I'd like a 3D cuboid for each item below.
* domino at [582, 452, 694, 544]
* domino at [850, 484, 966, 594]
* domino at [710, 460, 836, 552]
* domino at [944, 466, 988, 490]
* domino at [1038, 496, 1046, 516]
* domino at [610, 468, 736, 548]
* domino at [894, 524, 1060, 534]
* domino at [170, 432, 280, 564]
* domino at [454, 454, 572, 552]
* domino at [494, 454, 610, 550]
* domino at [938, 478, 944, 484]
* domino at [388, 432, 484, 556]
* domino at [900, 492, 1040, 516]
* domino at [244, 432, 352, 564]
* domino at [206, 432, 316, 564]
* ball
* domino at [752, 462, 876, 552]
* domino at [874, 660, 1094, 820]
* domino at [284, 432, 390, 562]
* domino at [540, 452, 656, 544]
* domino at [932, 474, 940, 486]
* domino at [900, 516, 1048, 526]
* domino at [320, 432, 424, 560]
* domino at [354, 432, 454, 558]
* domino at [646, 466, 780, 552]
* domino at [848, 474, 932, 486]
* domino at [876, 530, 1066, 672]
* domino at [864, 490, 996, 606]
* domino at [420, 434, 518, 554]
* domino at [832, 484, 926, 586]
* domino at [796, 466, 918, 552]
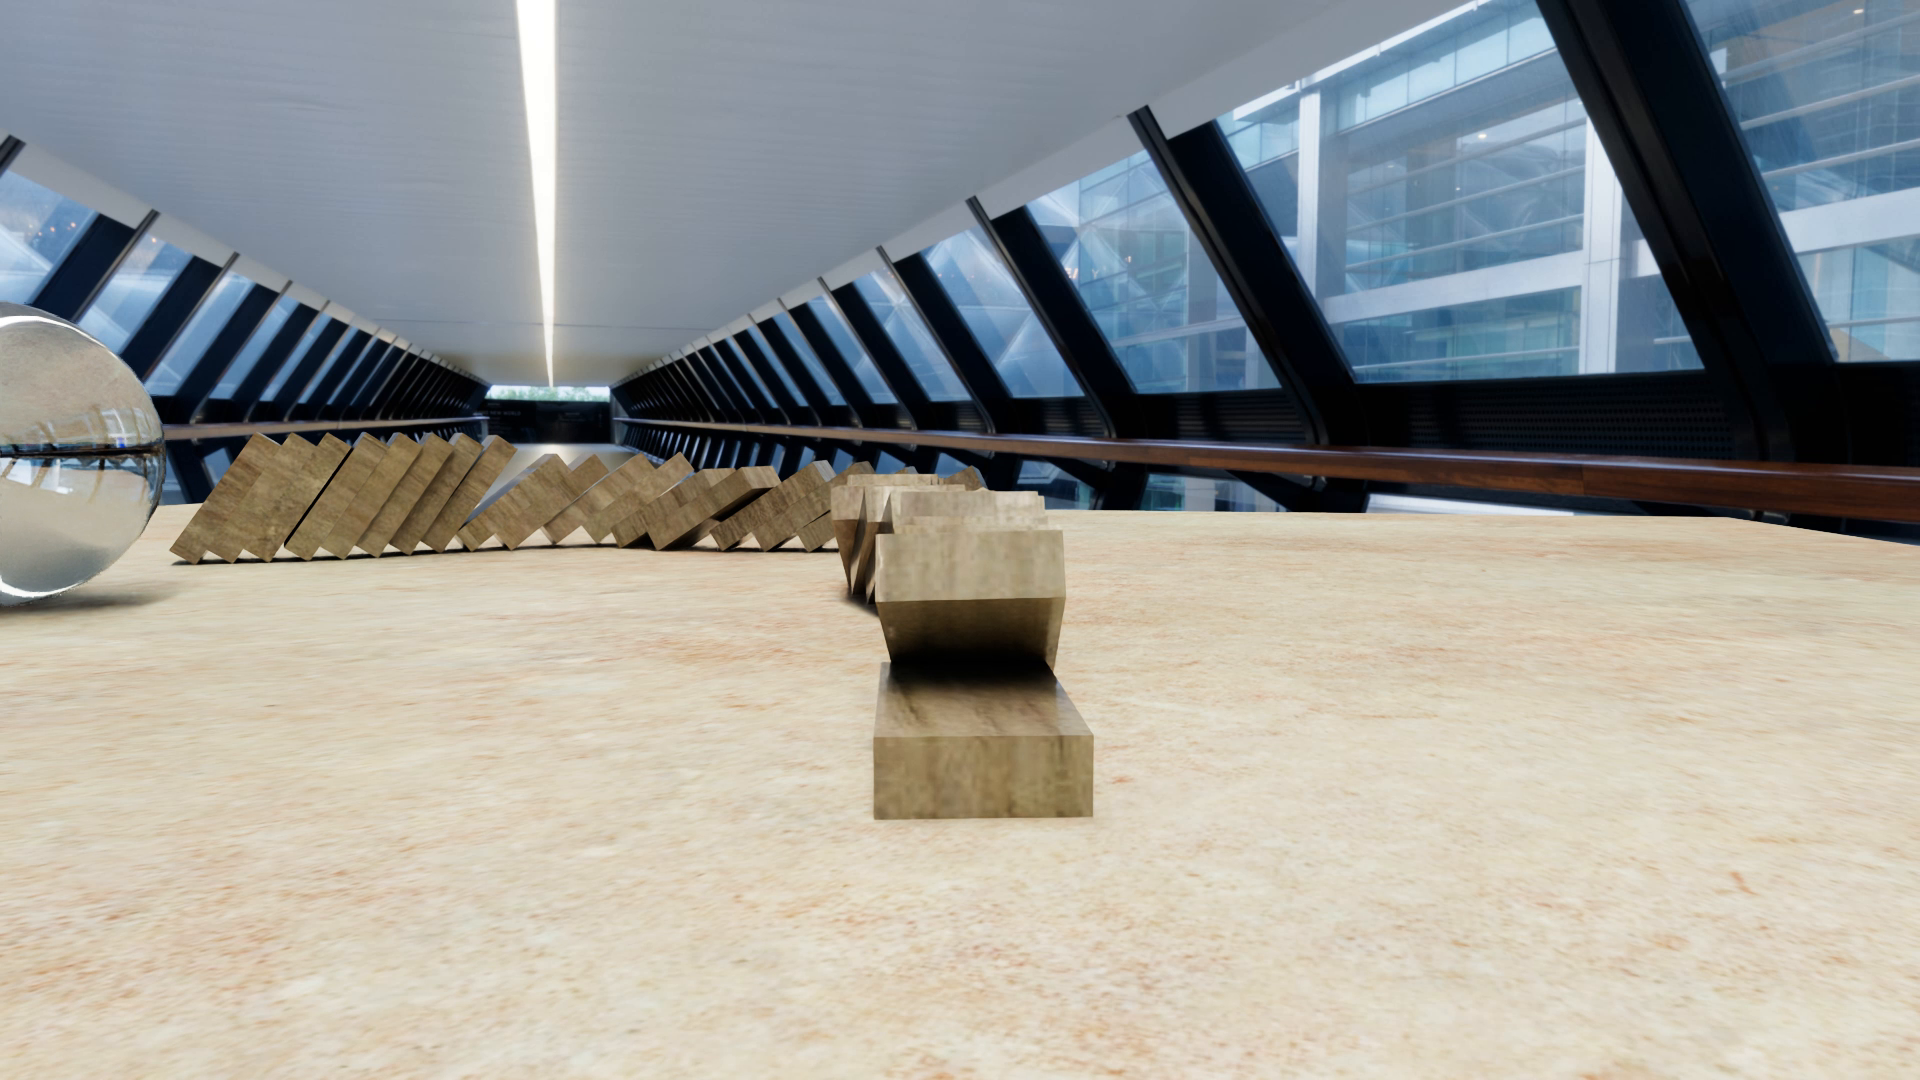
[{"bbox_3d":[-0.135,-0.018,0.541,0.050,0.010,0.025,-39,8,-10],"label":"domino"},{"bbox_3d":[-0.014,0.001,0.339,0.025,0.010,0.050,-2,-23,-10],"label":"domino"},{"bbox_3d":[-0.074,-0.014,0.512,0.050,0.010,0.025,-33,1,8],"label":"domino"},{"bbox_3d":[-0.014,-0.013,0.513,0.050,0.010,0.025,-27,-4,6],"label":"domino"},{"bbox_3d":[0.002,0.005,0.277,0.025,0.010,0.050,2,-24,-7],"label":"domino"},{"bbox_3d":[-0.115,-0.013,0.525,0.050,0.009,0.025,-29,-6,20],"label":"domino"},{"bbox_3d":[0.002,0.011,0.216,0.025,0.009,0.050,0,-21,-3],"label":"domino"},{"bbox_3d":[-0.265,-0.016,0.465,0.010,0.050,0.025,36,-11,-23],"label":"domino"},{"bbox_3d":[-0.183,-0.016,0.520,0.050,0.009,0.025,-43,22,-19],"label":"domino"},{"bbox_3d":[-0.170,-0.016,0.528,0.050,0.010,0.025,-43,21,-18],"label":"domino"},{"bbox_3d":[-0.017,-0.007,0.447,0.025,0.010,0.050,0,-23,3],"label":"domino"},{"bbox_3d":[-0.206,-0.018,0.501,0.010,0.050,0.025,36,-13,-26],"label":"domino"},{"bbox_3d":[0.001,0.006,0.255,0.025,0.010,0.050,0,-24,-2],"label":"domino"},{"bbox_3d":[-0.243,-0.016,0.472,0.010,0.050,0.025,36,-11,-23],"label":"domino"},{"bbox_3d":[-0.254,-0.016,0.469,0.010,0.050,0.025,36,-11,-23],"label":"domino"},{"bbox_3d":[-0.252,-0.022,0.332,0.080,0.080,0.080,0,4,0],"label":"ball"},{"bbox_3d":[-0.057,-0.014,0.511,0.050,0.010,0.025,-33,1,8],"label":"domino"},{"bbox_3d":[0.002,0.025,0.170,0.025,0.010,0.050,0,4,-2],"label":"domino"},{"bbox_3d":[-0.232,-0.017,0.477,0.009,0.050,0.025,36,-12,-26],"label":"domino"},{"bbox_3d":[-0.152,-0.017,0.538,0.050,0.010,0.025,-40,13,-18],"label":"domino"},{"bbox_3d":[-0.018,-0.006,0.424,0.025,0.010,0.050,0,-25,4],"label":"domino"},{"bbox_3d":[0.001,0.010,0.238,0.025,0.010,0.050,0,-21,-3],"label":"domino"},{"bbox_3d":[-0.222,-0.017,0.483,0.010,0.050,0.025,36,-13,-26],"label":"domino"},{"bbox_3d":[-0.214,-0.018,0.491,0.010,0.050,0.025,36,-13,-26],"label":"domino"},{"bbox_3d":[-0.098,-0.013,0.512,0.050,0.010,0.025,-31,-7,20],"label":"domino"},{"bbox_3d":[-0.020,-0.005,0.404,0.025,0.009,0.050,0,-25,4],"label":"domino"},{"bbox_3d":[0.002,0.012,0.193,0.025,0.010,0.050,-1,-21,1],"label":"domino"},{"bbox_3d":[-0.008,0.003,0.321,0.025,0.010,0.050,-1,-23,-12],"label":"domino"},{"bbox_3d":[-0.197,-0.019,0.510,0.010,0.050,0.025,38,-14,-25],"label":"domino"},{"bbox_3d":[-0.021,-0.001,0.361,0.025,0.010,0.050,-2,-23,0],"label":"domino"},{"bbox_3d":[-0.039,-0.012,0.510,0.050,0.009,0.025,-30,1,7],"label":"domino"}]
